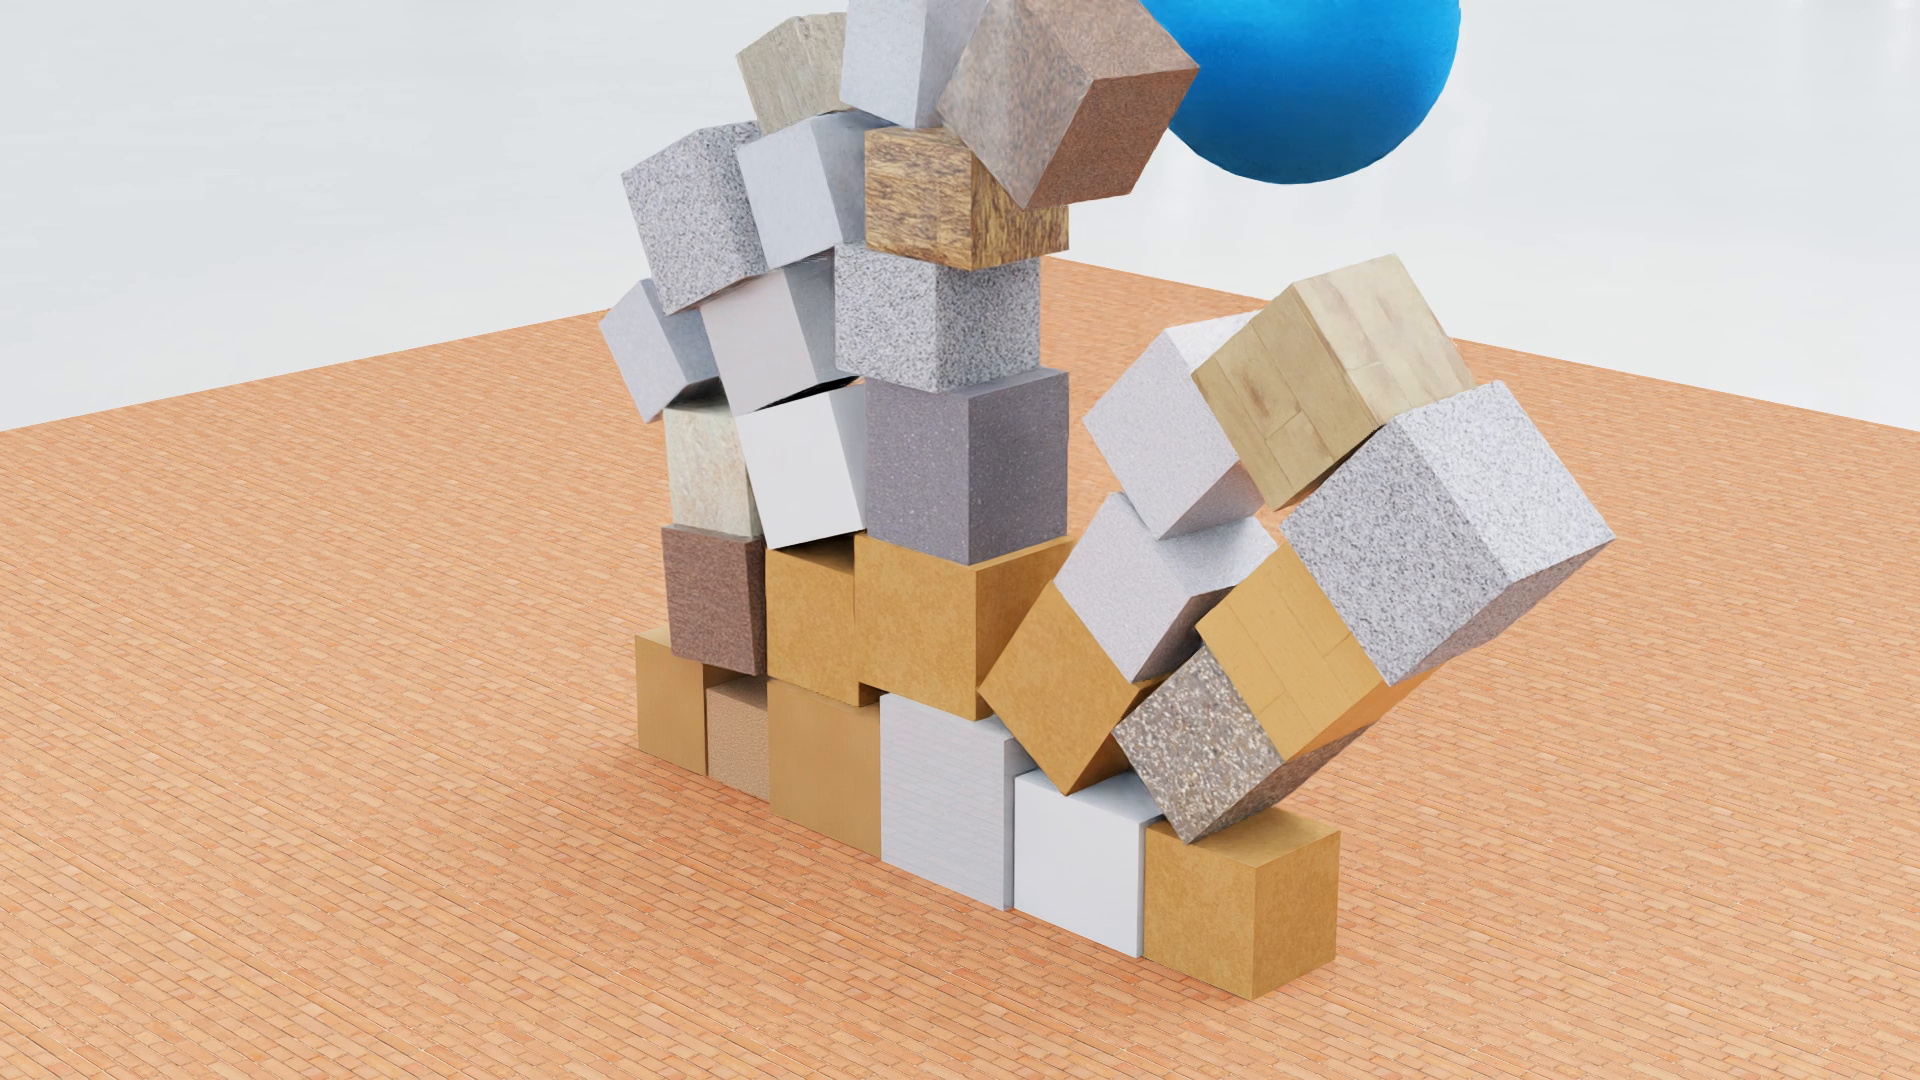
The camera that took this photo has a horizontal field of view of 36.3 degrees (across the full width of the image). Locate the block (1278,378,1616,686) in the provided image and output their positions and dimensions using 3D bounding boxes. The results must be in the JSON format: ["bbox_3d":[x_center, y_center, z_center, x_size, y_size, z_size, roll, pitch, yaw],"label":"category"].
[{"bbox_3d":[1.887,-0.033,11.391,0.732,0.753,0.769,-19,69,-44],"label":"block"}]

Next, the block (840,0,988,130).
[{"bbox_3d":[-0.154,-2.195,12.963,0.517,0.594,0.485,-17,33,-42],"label":"block"}]

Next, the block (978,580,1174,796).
[{"bbox_3d":[0.646,0.572,12.831,0.673,0.730,0.631,-18,59,-44],"label":"block"}]

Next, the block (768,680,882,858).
[{"bbox_3d":[-0.365,0.999,14.056,0.770,0.666,0.797,-17,24,-42],"label":"block"}]

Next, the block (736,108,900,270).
[{"bbox_3d":[-0.582,-1.609,13.366,0.510,0.572,0.584,-17,3,-39],"label":"block"}]

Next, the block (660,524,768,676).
[{"bbox_3d":[-0.973,0.219,14.408,0.701,0.653,0.627,-17,19,-42],"label":"block"}]

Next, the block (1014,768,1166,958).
[{"bbox_3d":[0.743,1.351,13.000,0.686,0.627,0.728,-17,24,-42],"label":"block"}]

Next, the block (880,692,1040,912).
[{"bbox_3d":[0.207,1.096,13.499,0.828,0.814,0.788,-17,24,-42],"label":"block"}]

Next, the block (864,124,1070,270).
[{"bbox_3d":[0.031,-1.527,12.818,0.605,0.524,0.656,-17,23,-42],"label":"block"}]

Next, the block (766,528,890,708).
[{"bbox_3d":[-0.493,0.348,13.949,0.578,0.641,0.637,-17,24,-42],"label":"block"}]

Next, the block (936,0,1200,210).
[{"bbox_3d":[0.446,-1.891,12.270,0.631,0.696,0.657,-14,56,-41],"label":"block"}]

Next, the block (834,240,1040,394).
[{"bbox_3d":[-0.099,-1.043,13.099,0.641,0.565,0.655,16,24,43],"label":"block"}]

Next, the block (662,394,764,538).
[{"bbox_3d":[-1.021,-0.385,14.297,0.557,0.573,0.589,-17,18,-42],"label":"block"}]

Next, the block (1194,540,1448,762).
[{"bbox_3d":[1.529,0.361,11.888,0.632,0.705,0.673,-18,69,-44],"label":"block"}]

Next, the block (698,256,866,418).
[{"bbox_3d":[-0.744,-0.972,13.812,0.560,0.567,0.665,-17,-1,-42],"label":"block"}]

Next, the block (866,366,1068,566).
[{"bbox_3d":[0.034,-0.385,13.223,0.639,0.764,0.646,16,24,42],"label":"block"}]

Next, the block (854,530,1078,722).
[{"bbox_3d":[0.026,0.322,13.429,0.769,0.706,0.665,16,24,42],"label":"block"}]

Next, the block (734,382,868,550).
[{"bbox_3d":[-0.534,-0.378,13.768,0.613,0.645,0.704,-17,3,-42],"label":"block"}]

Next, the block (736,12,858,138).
[{"bbox_3d":[-0.679,-2.146,13.657,0.442,0.467,0.437,-15,-6,-44],"label":"block"}]

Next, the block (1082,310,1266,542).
[{"bbox_3d":[1.036,-0.478,12.136,0.609,0.646,0.620,-14,66,-42],"label":"block"}]

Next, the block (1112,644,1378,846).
[{"bbox_3d":[1.192,0.783,12.337,0.662,0.696,0.578,-18,69,-44],"label":"block"}]

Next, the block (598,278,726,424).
[{"bbox_3d":[-1.357,-0.972,14.424,0.507,0.568,0.477,-19,-11,-38],"label":"block"}]

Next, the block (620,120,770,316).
[{"bbox_3d":[-1.059,-1.545,13.911,0.670,0.713,0.672,-17,-1,-41],"label":"block"}]

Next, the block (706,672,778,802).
[{"bbox_3d":[-0.864,0.956,14.529,0.548,0.465,0.545,-17,24,-42],"label":"block"}]

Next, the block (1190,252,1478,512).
[{"bbox_3d":[1.476,-0.622,11.566,0.642,0.649,0.690,-19,-16,-41],"label":"block"}]

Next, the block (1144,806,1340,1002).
[{"bbox_3d":[1.201,1.512,12.528,0.602,0.603,0.565,17,24,42],"label":"block"}]

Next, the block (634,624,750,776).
[{"bbox_3d":[-1.231,0.760,14.893,0.628,0.619,0.526,-17,24,-42],"label":"block"}]

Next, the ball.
[{"bbox_3d":[1.623,-2.529,14.248,1.600,1.600,1.600,0,17,0],"label":"ball"}]

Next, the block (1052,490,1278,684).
[{"bbox_3d":[0.906,0.150,12.420,0.656,0.557,0.584,-13,56,-41],"label":"block"}]
